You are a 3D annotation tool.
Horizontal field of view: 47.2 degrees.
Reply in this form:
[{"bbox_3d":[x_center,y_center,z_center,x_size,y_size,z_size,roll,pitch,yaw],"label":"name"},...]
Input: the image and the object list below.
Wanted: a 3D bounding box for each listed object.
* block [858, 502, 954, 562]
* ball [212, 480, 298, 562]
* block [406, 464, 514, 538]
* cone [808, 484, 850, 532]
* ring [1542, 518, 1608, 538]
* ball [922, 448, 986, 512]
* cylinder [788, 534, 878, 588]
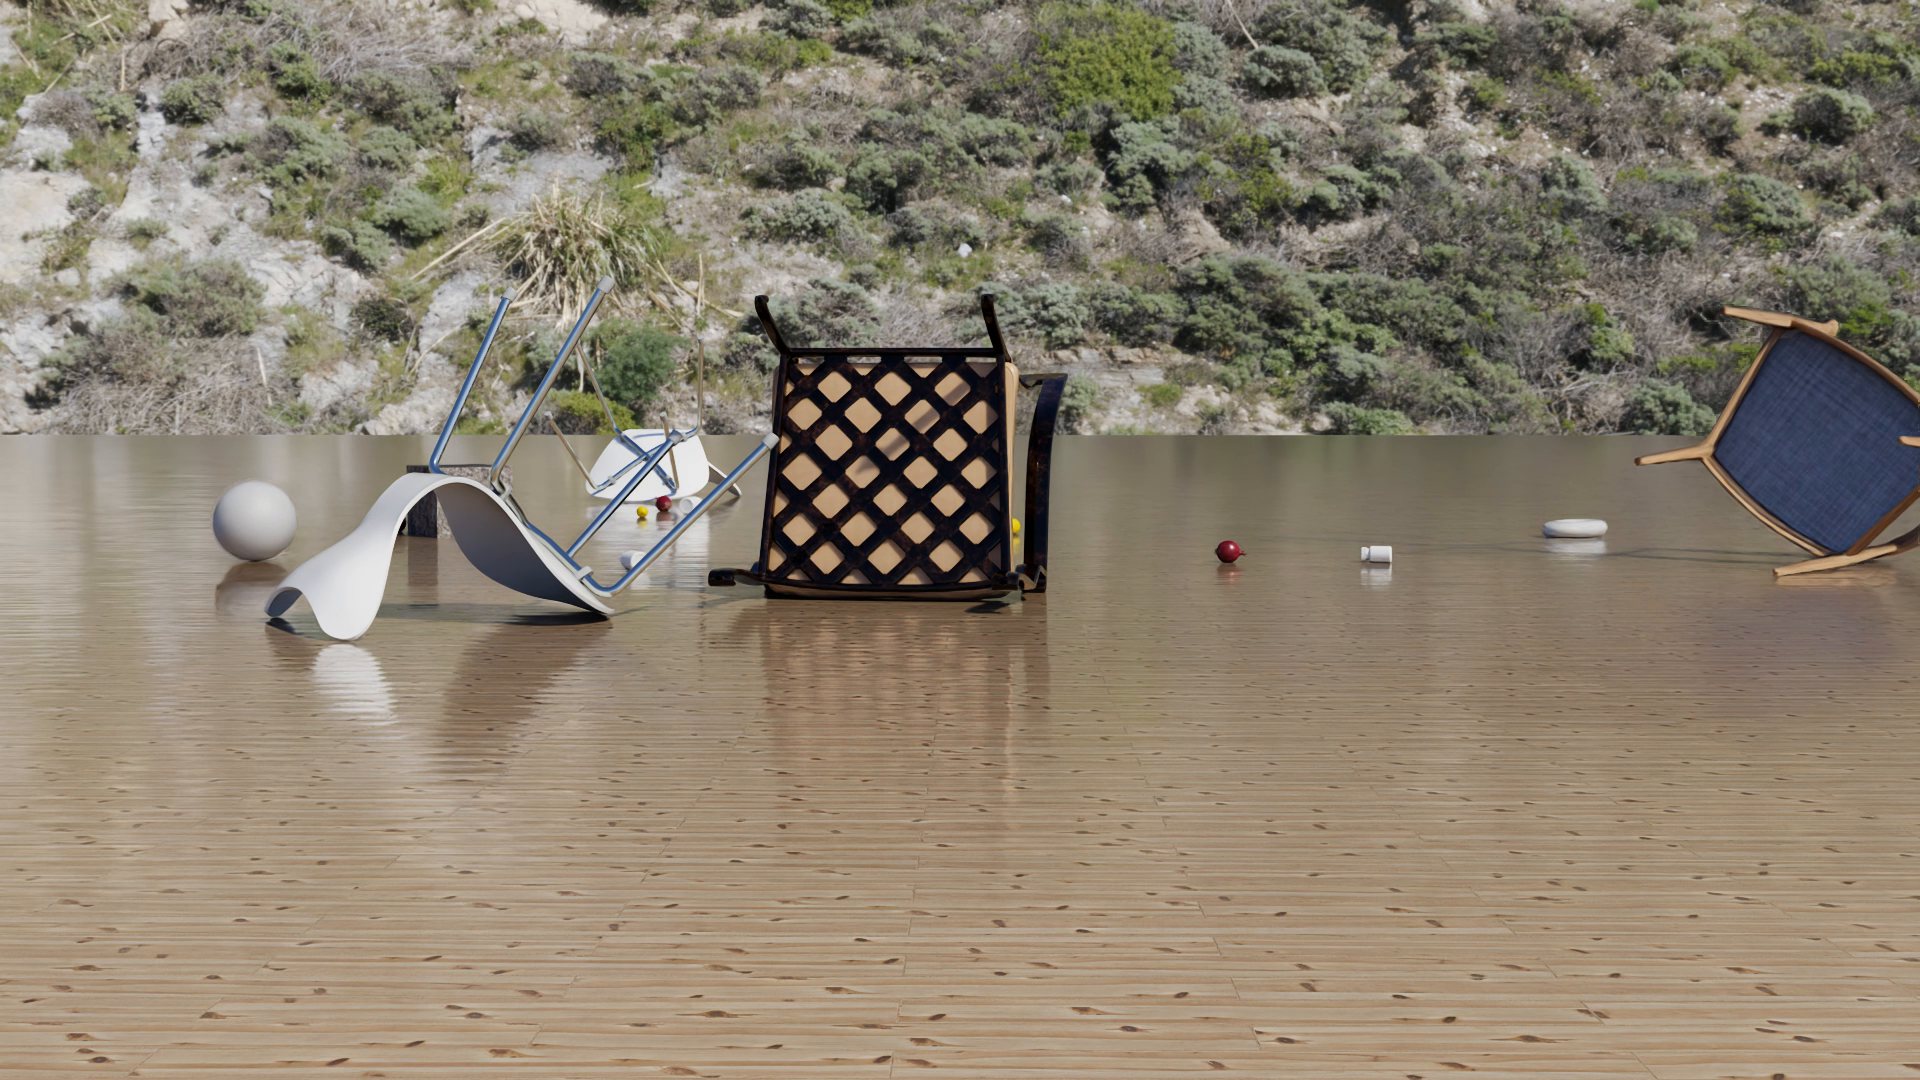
[{"bbox_3d":[-0.142,-0.024,5.847,0.218,0.143,0.135,-2,5,-32],"label":"block"},{"bbox_3d":[-1.839,-0.050,5.737,0.210,0.210,0.210,0,4,0],"label":"ball"},{"bbox_3d":[-1.545,-0.123,6.791,0.241,0.212,0.270,-3,5,-33],"label":"block"},{"bbox_3d":[-0.416,-0.104,6.938,0.134,0.154,0.135,-1,4,-11],"label":"cone"},{"bbox_3d":[1.871,-0.035,6.694,0.161,0.050,0.283,2,5,44],"label":"ring"},{"bbox_3d":[-0.021,-0.223,8.082,0.234,0.234,0.234,0,4,0],"label":"ball"},{"bbox_3d":[-0.285,0.048,4.954,0.180,0.122,0.186,0,0,4],"label":"cylinder"}]
